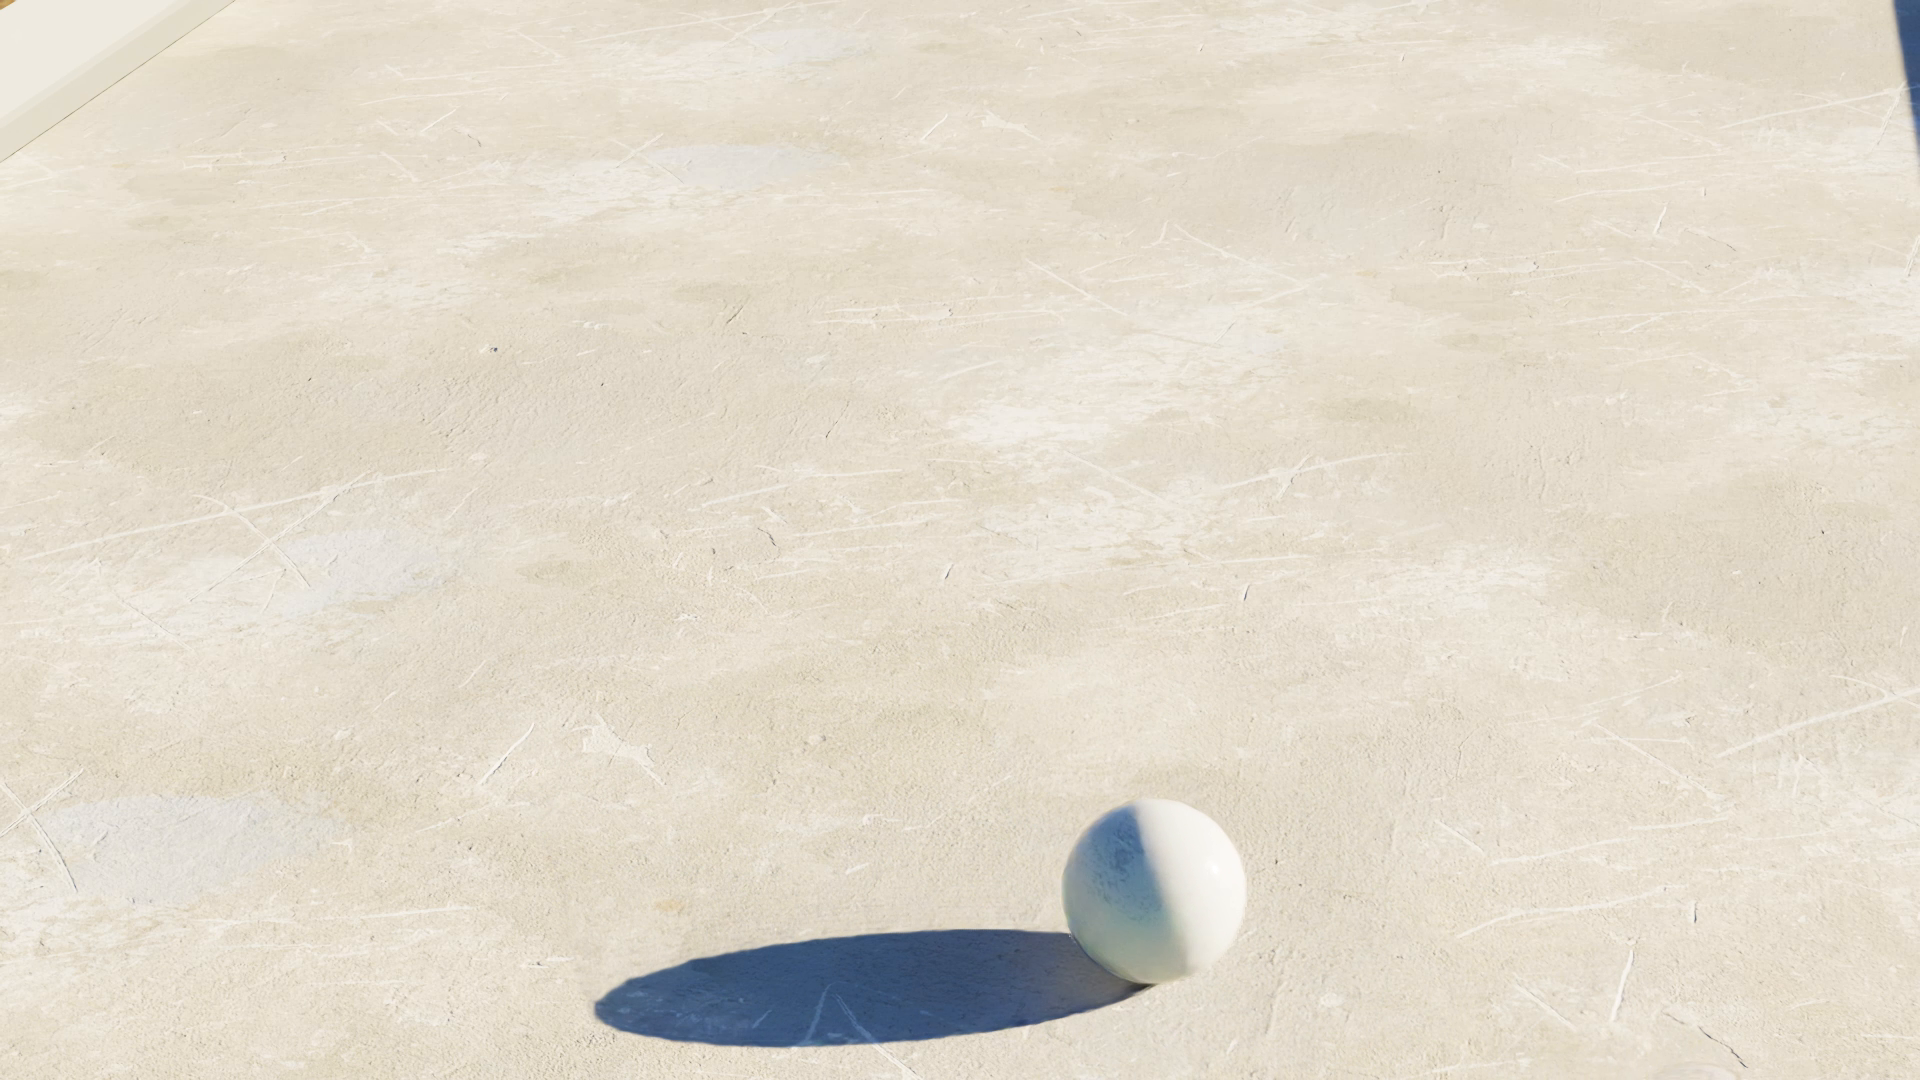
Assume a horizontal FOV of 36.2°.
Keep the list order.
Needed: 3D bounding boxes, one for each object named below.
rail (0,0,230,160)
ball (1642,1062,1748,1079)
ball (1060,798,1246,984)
[{"bbox_3d":[-0.678,-0.510,2.635,0.045,0.114,3.496,6,29,11],"label":"rail"},{"bbox_3d":[0.311,0.257,1.240,0.074,0.074,0.074,0,28,0],"label":"ball"},{"bbox_3d":[0.092,0.166,1.396,0.088,0.088,0.088,0,28,0],"label":"ball"}]
